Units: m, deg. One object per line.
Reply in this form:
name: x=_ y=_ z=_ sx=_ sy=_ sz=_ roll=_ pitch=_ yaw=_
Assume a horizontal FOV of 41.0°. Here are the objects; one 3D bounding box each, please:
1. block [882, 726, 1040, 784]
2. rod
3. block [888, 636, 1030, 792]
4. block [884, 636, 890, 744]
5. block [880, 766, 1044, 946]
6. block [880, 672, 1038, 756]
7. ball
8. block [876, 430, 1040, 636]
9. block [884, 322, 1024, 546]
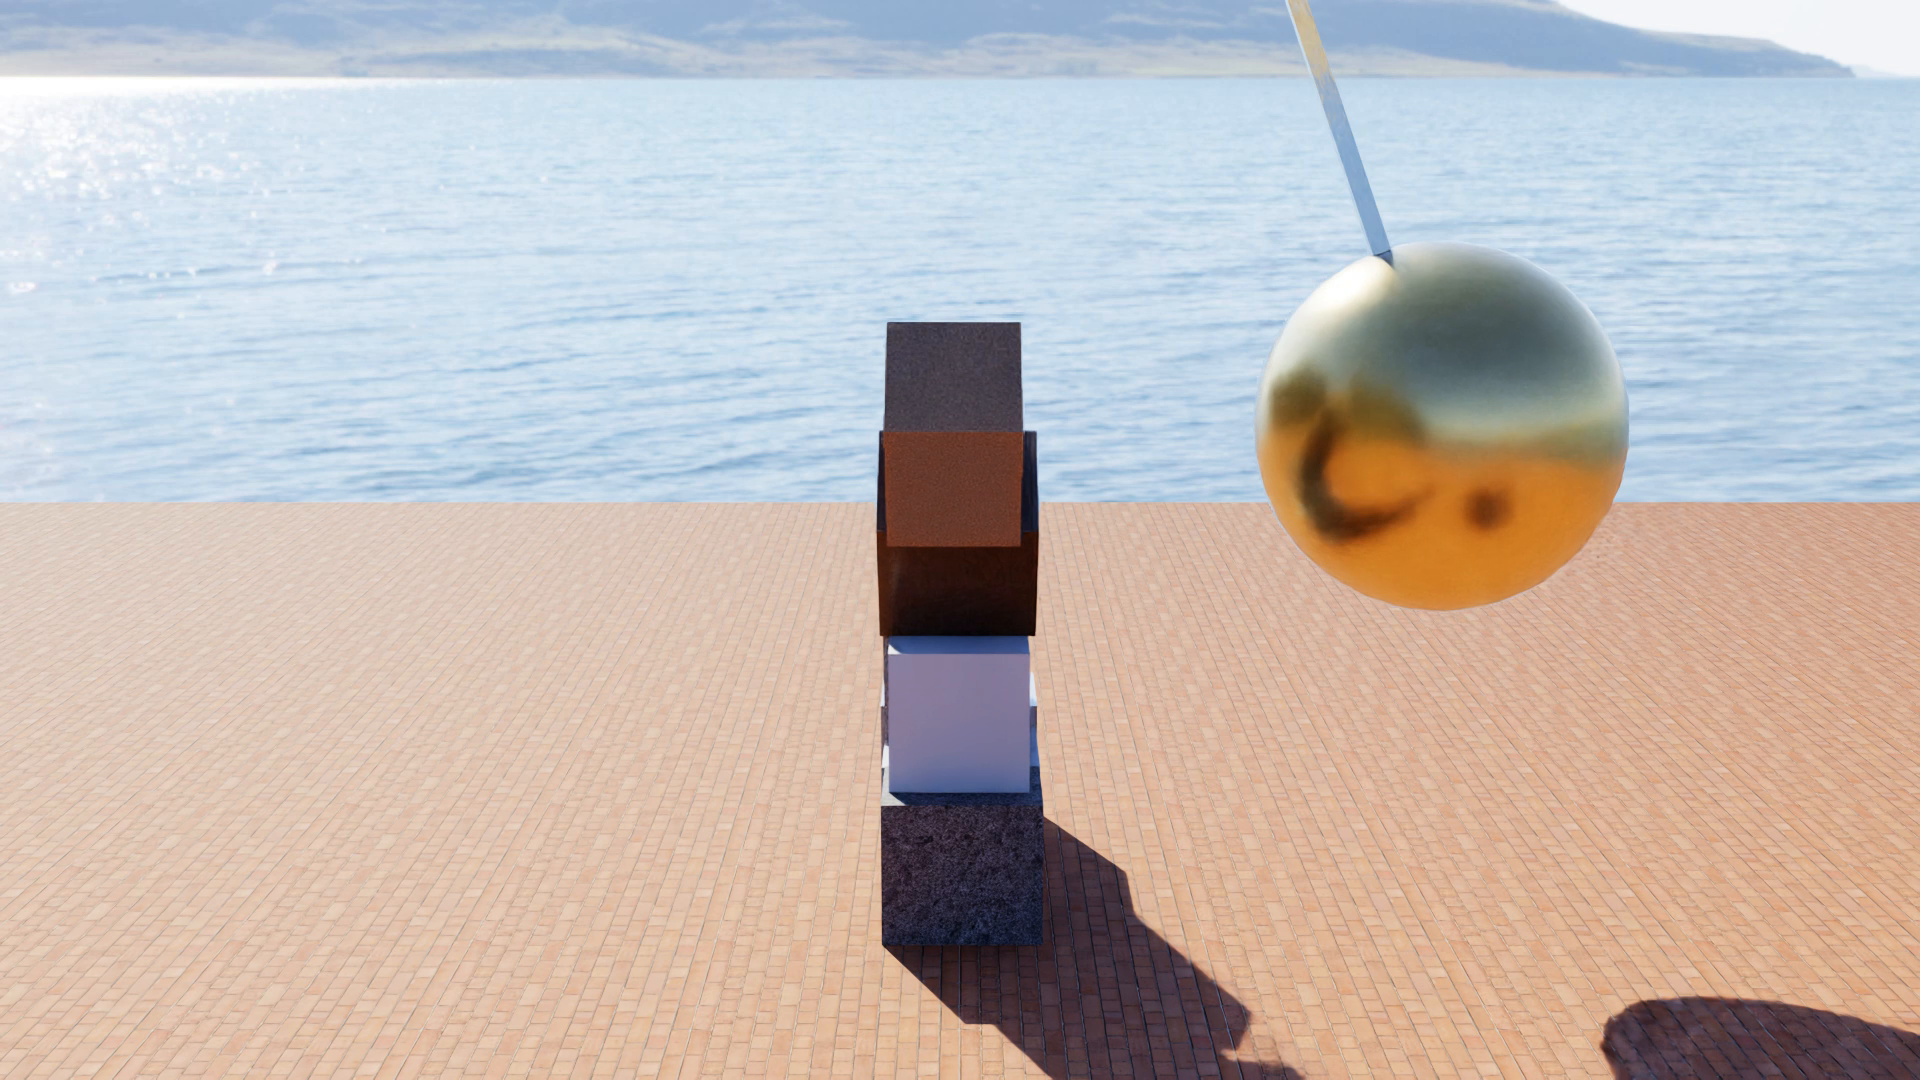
block: x=0.004 y=1.195 z=11.359 sx=0.677 sy=0.584 sz=0.705 roll=0 pitch=10 yaw=0
rod: x=0.899 y=-3.631 z=10.520 sx=0.080 sy=5.200 sz=0.080 roll=-20 pitch=10 yaw=4
block: x=-0.004 y=0.696 z=10.806 sx=0.579 sy=0.584 sz=0.625 roll=0 pitch=10 yaw=0
block: x=-0.033 y=0.429 z=11.477 sx=0.603 sy=0.731 sz=0.660 roll=0 pitch=26 yaw=0
block: x=0.009 y=1.310 z=10.710 sx=0.658 sy=0.591 sz=0.593 roll=0 pitch=10 yaw=0
block: x=-0.005 y=1.026 z=12.037 sx=0.710 sy=0.675 sz=0.668 roll=0 pitch=10 yaw=0
ball: x=2.074 y=-0.492 z=11.091 sx=1.600 sy=1.600 sz=1.600 roll=0 pitch=10 yaw=0
block: x=-0.009 y=-0.026 z=10.730 sx=0.655 sy=0.655 sz=0.563 roll=0 pitch=48 yaw=0
block: x=-0.025 y=-0.419 z=10.201 sx=0.532 sy=0.655 sz=0.605 roll=0 pitch=48 yaw=0
